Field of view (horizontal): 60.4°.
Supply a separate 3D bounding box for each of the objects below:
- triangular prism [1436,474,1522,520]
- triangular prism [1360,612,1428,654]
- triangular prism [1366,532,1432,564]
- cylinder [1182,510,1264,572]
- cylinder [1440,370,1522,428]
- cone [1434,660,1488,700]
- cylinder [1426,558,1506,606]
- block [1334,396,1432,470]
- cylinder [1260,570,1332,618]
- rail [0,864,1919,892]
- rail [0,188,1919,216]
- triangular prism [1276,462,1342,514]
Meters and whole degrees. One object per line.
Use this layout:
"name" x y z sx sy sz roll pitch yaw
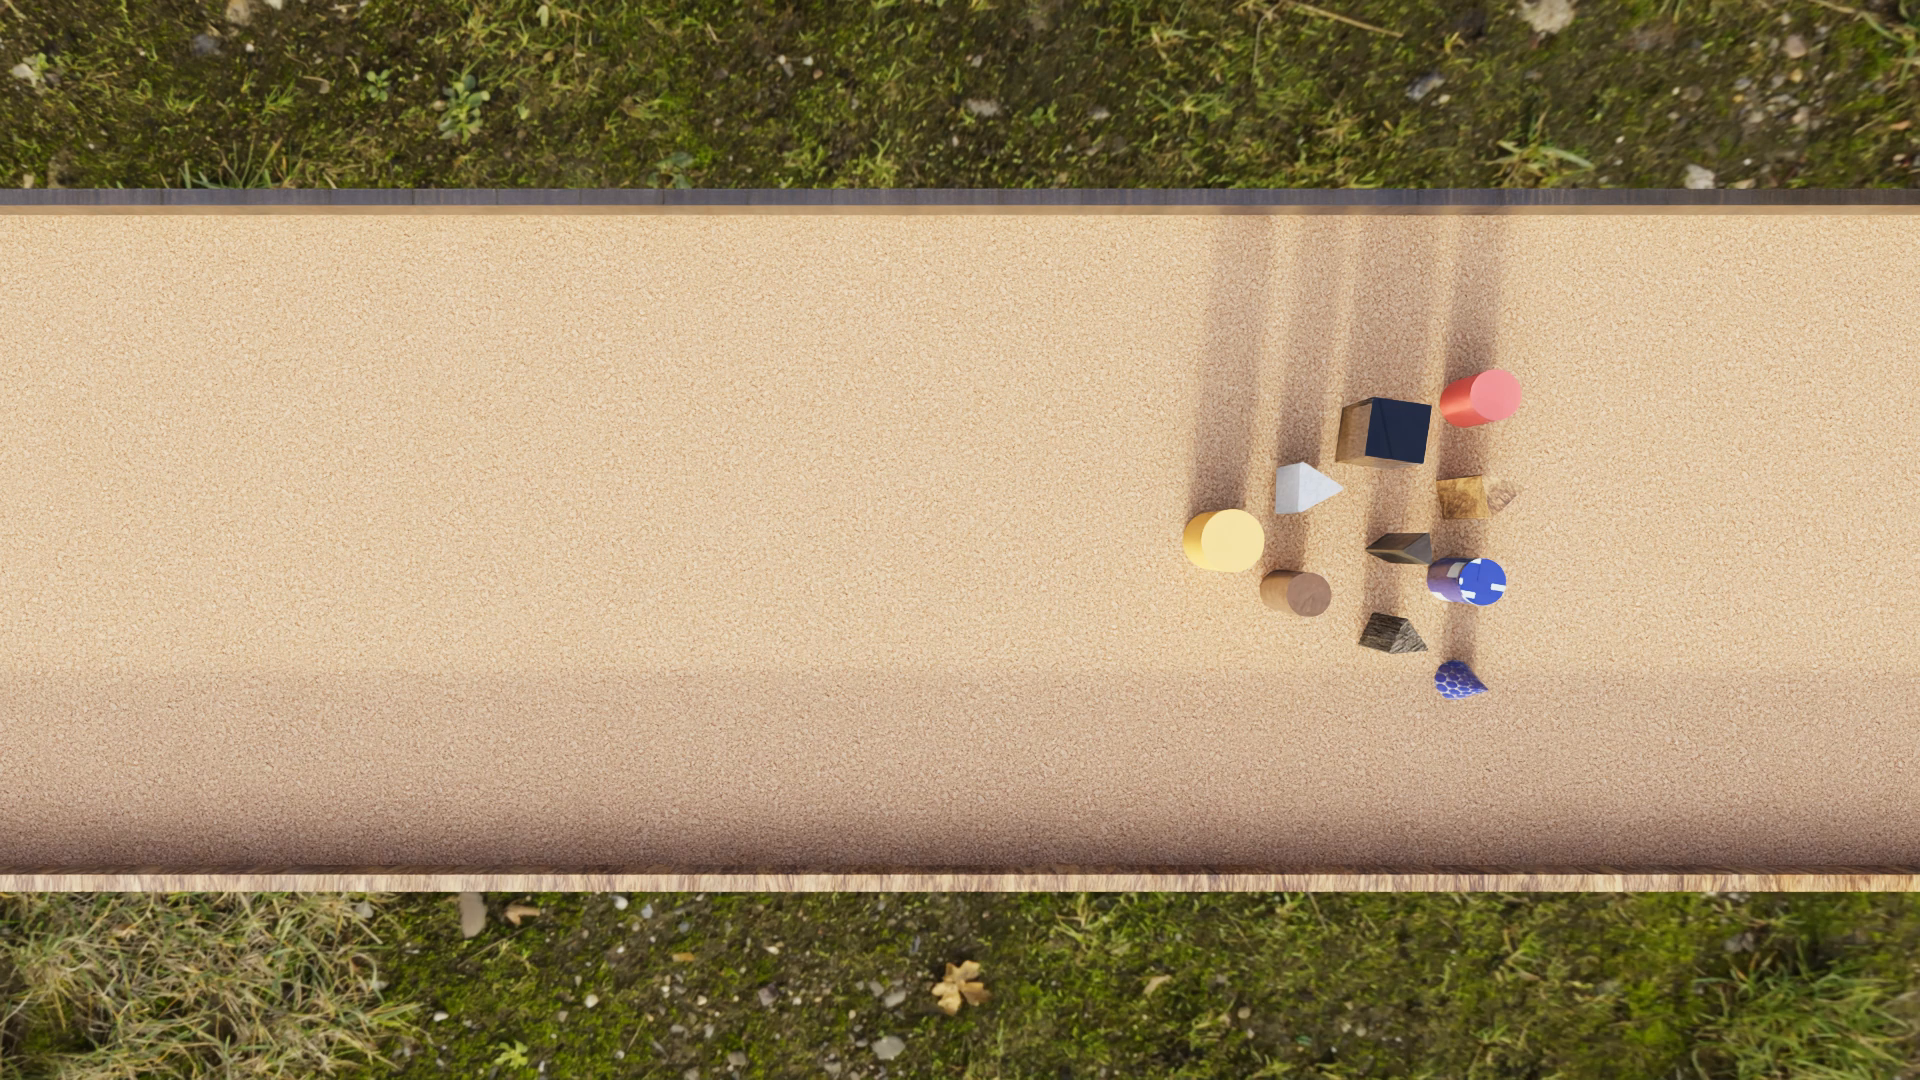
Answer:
"triangular prism" 1.501 -0.144 4.852 0.124 0.448 0.107 -42 90 0
"triangular prism" 1.277 0.271 4.890 0.110 0.373 0.095 -5 90 0
"triangular prism" 1.301 0.015 4.855 0.090 0.443 0.078 25 90 0
"cylinder" 0.775 0.002 4.881 0.180 0.392 0.180 0 90 0
"cylinder" 1.552 -0.420 4.925 0.149 0.303 0.149 0 90 0
"cone" 1.522 0.431 4.909 0.123 0.336 0.123 0 90 0
"cylinder" 1.504 0.121 4.910 0.135 0.334 0.135 0 90 0
"block" 1.249 -0.312 4.889 0.170 0.376 0.170 8 90 0
"cylinder" 0.985 0.155 4.865 0.127 0.424 0.127 0 90 0
"rail" -2.247 1.025 5.001 12.000 0.150 0.050 0 90 0
"rail" -2.247 -1.025 5.002 12.000 0.150 0.050 0 90 0
"triangular prism" 1.007 -0.169 4.901 0.143 0.352 0.123 -28 90 0
